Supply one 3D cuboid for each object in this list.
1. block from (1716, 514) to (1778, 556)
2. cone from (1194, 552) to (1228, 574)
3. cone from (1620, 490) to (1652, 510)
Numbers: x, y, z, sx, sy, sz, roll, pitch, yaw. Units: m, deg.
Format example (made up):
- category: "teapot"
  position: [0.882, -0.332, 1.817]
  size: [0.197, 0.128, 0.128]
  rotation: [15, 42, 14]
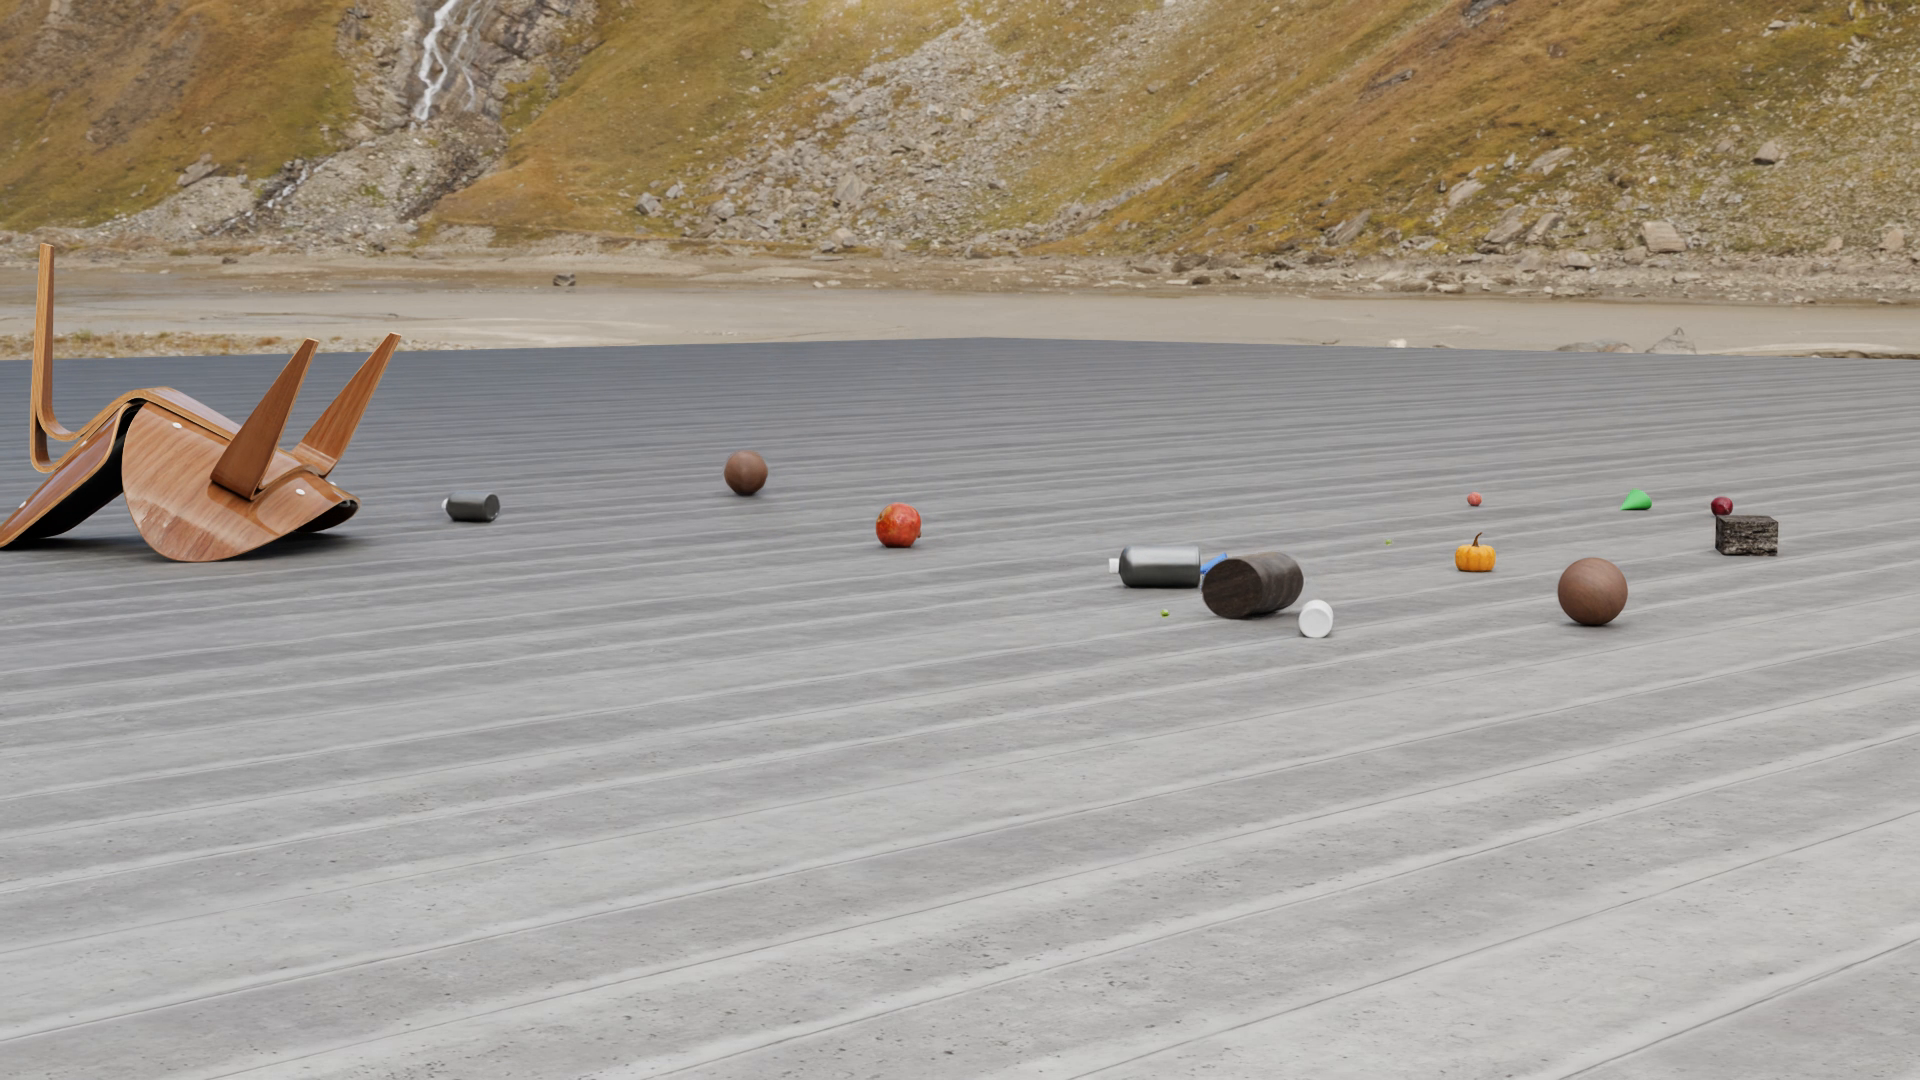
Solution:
- category: "block"
  position: [1.877, -0.011, 6.125]
  size: [0.122, 0.081, 0.168]
  rotation: [1, 6, 10]
- category: "cone"
  position: [0.552, 0.062, 5.696]
  size: [0.086, 0.049, 0.085]
  rotation: [-15, 5, 10]
- category: "cone"
  position: [1.891, -0.100, 7.241]
  size: [0.076, 0.062, 0.100]
  rotation: [-25, 19, -16]
